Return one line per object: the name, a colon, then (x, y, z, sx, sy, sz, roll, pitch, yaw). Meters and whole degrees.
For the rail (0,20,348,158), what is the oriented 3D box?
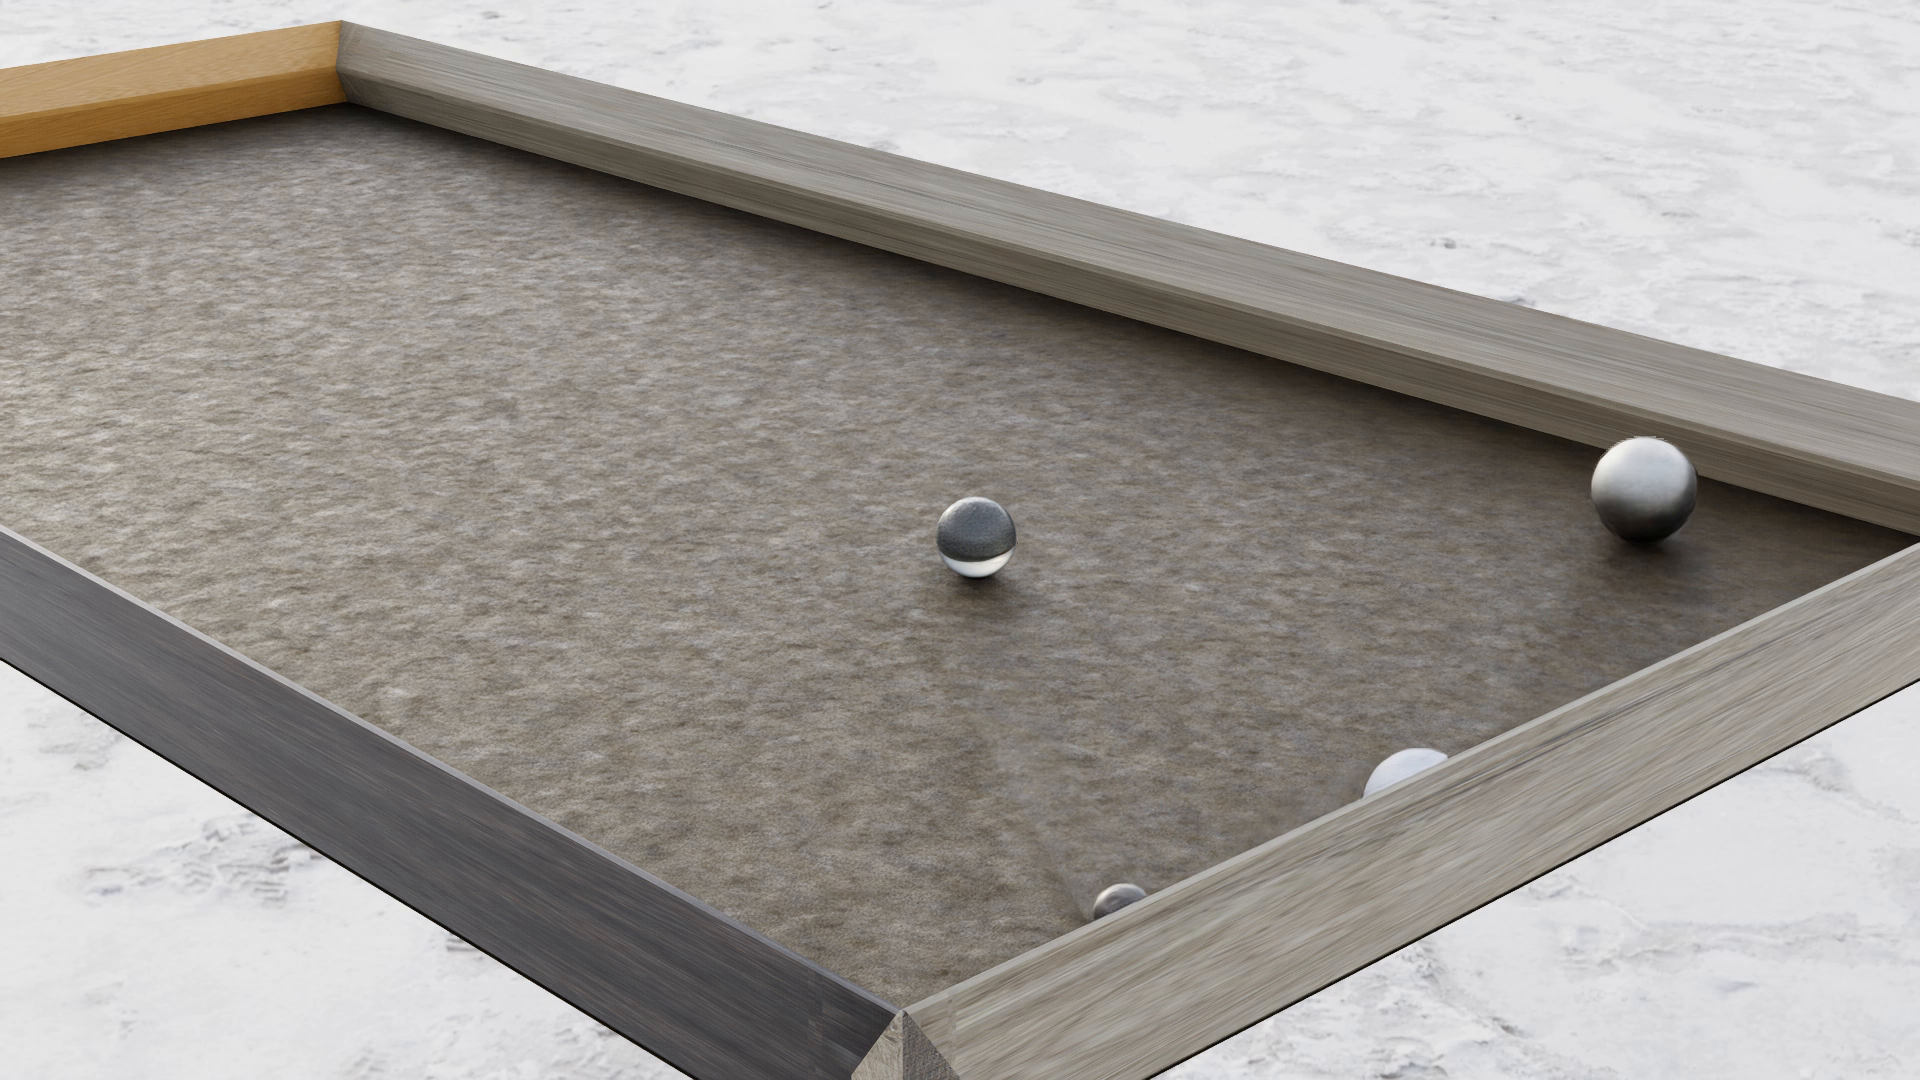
rail: (-1.521, -0.589, 4.242, 1.500, 0.130, 0.045, -18, 27, -40)

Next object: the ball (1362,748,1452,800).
ball: (0.341, 0.197, 2.181, 0.085, 0.085, 0.085, 0, 20, 0)

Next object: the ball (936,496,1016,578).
ball: (0.015, -0.002, 2.734, 0.076, 0.076, 0.076, 0, 20, 0)

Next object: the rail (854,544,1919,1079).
rail: (0.496, 0.153, 2.233, 1.500, 0.130, 0.045, -18, 27, -40)

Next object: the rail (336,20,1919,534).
rail: (0.016, -0.391, 3.705, 0.045, 0.130, 2.990, -18, 27, -40)

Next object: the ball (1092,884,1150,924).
ball: (0.115, 0.263, 2.059, 0.045, 0.045, 0.045, 0, 20, 0)

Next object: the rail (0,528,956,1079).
rail: (-1.041, -0.046, 2.771, 0.045, 0.130, 2.990, -18, 27, -40)

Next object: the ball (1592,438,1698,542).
ball: (0.657, -0.048, 2.824, 0.100, 0.100, 0.100, 0, 20, 0)
